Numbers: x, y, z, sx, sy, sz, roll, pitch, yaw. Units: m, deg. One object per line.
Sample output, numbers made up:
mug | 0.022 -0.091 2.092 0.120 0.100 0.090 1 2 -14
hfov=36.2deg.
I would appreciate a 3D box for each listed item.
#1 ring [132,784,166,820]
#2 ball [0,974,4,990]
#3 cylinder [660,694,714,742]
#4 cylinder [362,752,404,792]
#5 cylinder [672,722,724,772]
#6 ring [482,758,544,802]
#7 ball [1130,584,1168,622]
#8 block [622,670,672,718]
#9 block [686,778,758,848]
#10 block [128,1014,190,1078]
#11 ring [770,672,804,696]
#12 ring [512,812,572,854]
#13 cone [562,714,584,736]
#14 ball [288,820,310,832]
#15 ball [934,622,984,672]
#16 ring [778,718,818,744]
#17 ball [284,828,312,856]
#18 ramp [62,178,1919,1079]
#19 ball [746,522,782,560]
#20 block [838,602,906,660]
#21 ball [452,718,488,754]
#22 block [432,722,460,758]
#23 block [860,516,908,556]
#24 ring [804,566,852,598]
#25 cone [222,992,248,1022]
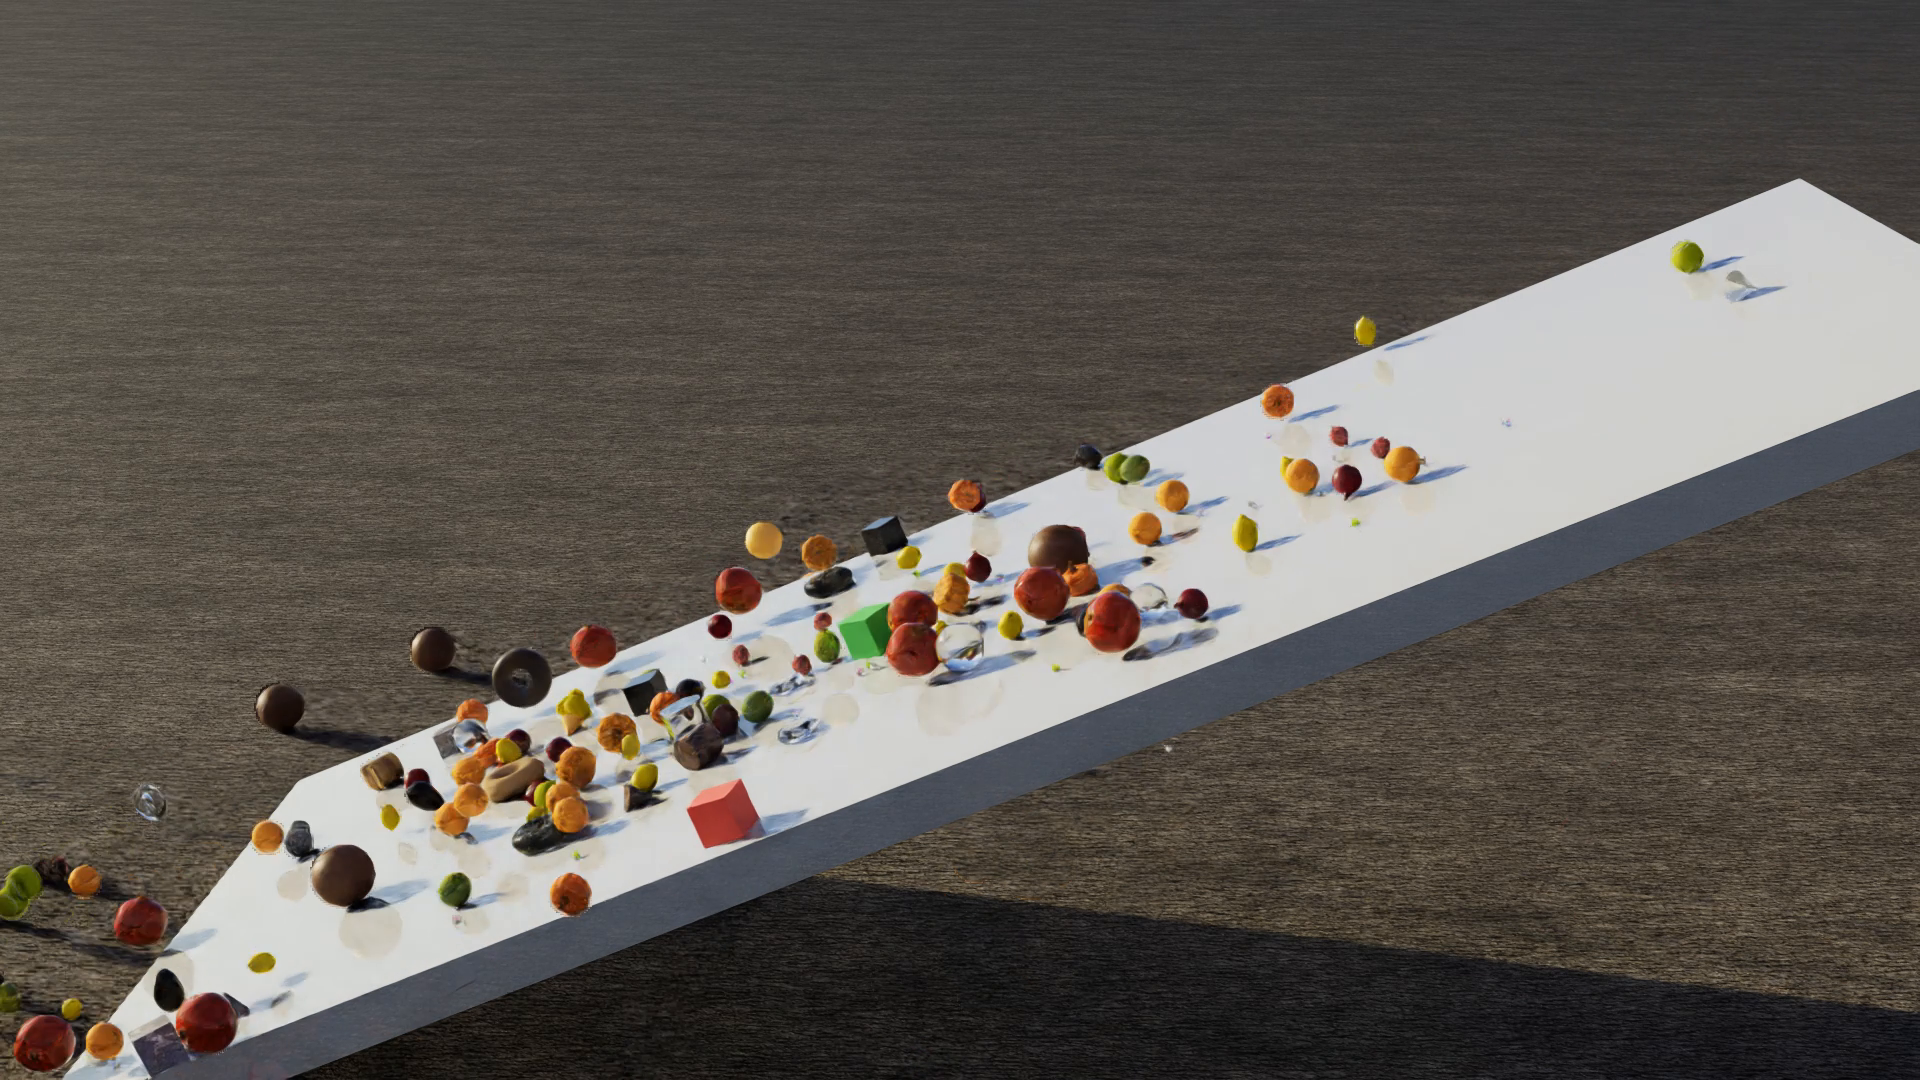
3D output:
ring | -2.052 0.664 7.446 0.097 0.097 0.032 7 26 27
ball | -2.117 0.961 6.399 0.068 0.068 0.068 0 14 0
cylinder | -0.572 0.389 6.202 0.093 0.093 0.093 -22 12 5
cylinder | -1.380 0.553 7.036 0.070 0.070 0.070 13 35 41
cylinder | -0.537 0.424 6.030 0.073 0.073 0.073 11 33 37
ring | -0.984 0.528 6.477 0.149 0.050 0.149 -22 13 5
ball | 0.363 0.120 5.662 0.075 0.075 0.075 0 14 0
block | -0.711 0.348 6.679 0.071 0.071 0.071 -20 13 18
block | -0.441 0.509 5.476 0.085 0.085 0.085 -18 13 23
block | -1.520 0.958 5.577 0.078 0.078 0.078 -28 13 -19
ring | -0.373 0.311 6.322 0.080 0.027 0.080 -24 12 5
ring | -0.845 0.593 5.957 0.131 0.044 0.131 -20 14 5
cone | -0.896 0.435 6.767 0.050 0.050 0.050 1 44 4
ball | -1.540 0.678 6.857 0.050 0.050 0.050 0 14 0
ball | 0.000 0.214 5.874 0.100 0.100 0.100 0 14 0
ring | -0.327 0.384 5.926 0.087 0.029 0.087 -23 11 5
ball | -1.511 0.691 6.719 0.063 0.063 0.063 0 14 0
ramp | 0.128 0.172 6.287 4.000 0.100 2.000 -22 12 8
ball | -0.452 0.001 6.784 0.087 0.087 0.087 0 14 0
block | -0.190 0.197 6.327 0.087 0.087 0.087 -11 17 45
ball | -1.155 0.463 6.946 0.084 0.084 0.084 0 14 0
block | -1.230 0.483 7.092 0.058 0.058 0.058 -23 12 2
block | -0.187 -0.009 7.229 0.069 0.069 0.069 -33 16 -38
ring | -0.316 0.101 7.066 0.123 0.041 0.123 -22 11 5
cone | -1.414 0.897 5.696 0.055 0.055 0.055 -22 12 5
